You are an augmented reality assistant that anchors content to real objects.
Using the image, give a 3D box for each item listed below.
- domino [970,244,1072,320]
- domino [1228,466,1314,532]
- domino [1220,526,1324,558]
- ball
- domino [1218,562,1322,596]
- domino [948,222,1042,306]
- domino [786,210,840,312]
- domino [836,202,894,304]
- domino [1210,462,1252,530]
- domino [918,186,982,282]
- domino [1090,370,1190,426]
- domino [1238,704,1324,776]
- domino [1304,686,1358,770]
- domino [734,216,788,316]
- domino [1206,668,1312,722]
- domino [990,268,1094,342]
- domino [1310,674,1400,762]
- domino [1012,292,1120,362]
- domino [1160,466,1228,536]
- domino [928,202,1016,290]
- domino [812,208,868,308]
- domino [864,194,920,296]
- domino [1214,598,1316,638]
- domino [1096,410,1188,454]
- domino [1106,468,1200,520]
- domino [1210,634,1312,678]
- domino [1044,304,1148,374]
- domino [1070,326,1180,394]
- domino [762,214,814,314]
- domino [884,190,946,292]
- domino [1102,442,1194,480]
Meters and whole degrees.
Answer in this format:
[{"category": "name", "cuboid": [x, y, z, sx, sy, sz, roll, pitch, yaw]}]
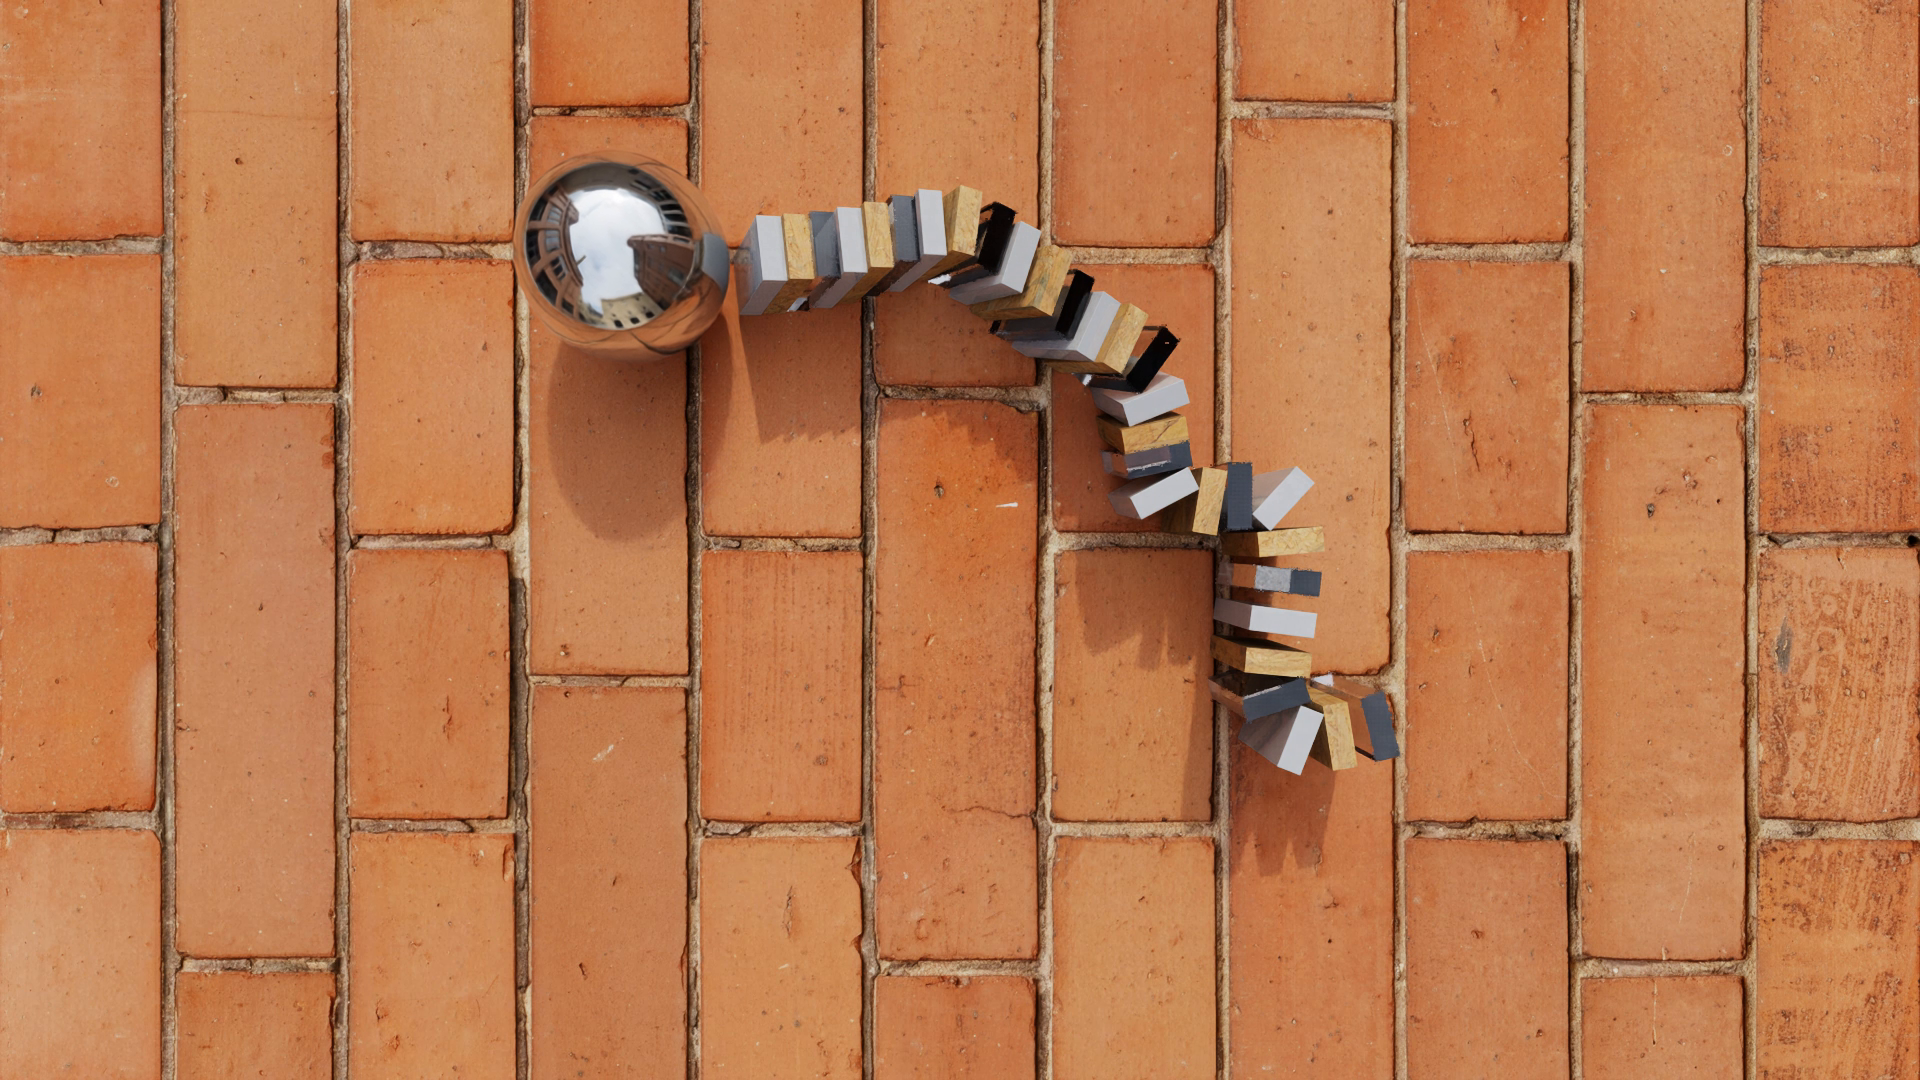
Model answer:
[{"category": "domino", "cuboid": [0.024, -0.105, 0.376, 0.010, 0.050, 0.025, 19, 90, -30]}, {"category": "domino", "cuboid": [0.124, -0.016, 0.375, 0.010, 0.050, 0.025, 43, 90, 0]}, {"category": "domino", "cuboid": [0.127, 0.001, 0.375, 0.025, 0.050, 0.010, -5, 90, 0]}, {"category": "ball", "cuboid": [-0.131, -0.110, 0.360, 0.080, 0.080, 0.080, 0, 90, 0]}, {"category": "domino", "cuboid": [0.125, 0.016, 0.375, 0.025, 0.050, 0.009, 6, 90, 0]}, {"category": "domino", "cuboid": [0.013, -0.112, 0.375, 0.010, 0.050, 0.025, 18, 90, -26]}, {"category": "domino", "cuboid": [-0.062, -0.113, 0.375, 0.010, 0.050, 0.025, -6, 90, -24]}, {"category": "domino", "cuboid": [-0.041, -0.116, 0.375, 0.009, 0.050, 0.025, -6, 90, -24]}, {"category": "domino", "cuboid": [0.107, -0.017, 0.375, 0.009, 0.050, 0.025, 0, 90, 0]}, {"category": "domino", "cuboid": [-0.008, -0.124, 0.375, 0.009, 0.050, 0.025, 7, 90, -25]}, {"category": "domino", "cuboid": [0.072, -0.060, 0.375, 0.025, 0.050, 0.010, -22, 108, 0]}, {"category": "domino", "cuboid": [0.130, 0.077, 0.375, 0.009, 0.050, 0.025, 21, 90, 0]}, {"category": "domino", "cuboid": [0.145, 0.075, 0.375, 0.009, 0.050, 0.025, -9, 90, 0]}, {"category": "domino", "cuboid": [-0.082, -0.111, 0.375, 0.009, 0.050, 0.025, -6, 90, -24]}, {"category": "domino", "cuboid": [0.121, 0.061, 0.375, 0.025, 0.050, 0.010, -18, 90, 0]}, {"category": "domino", "cuboid": [0.033, -0.096, 0.376, 0.009, 0.050, 0.025, 20, 90, -30]}, {"category": "domino", "cuboid": [0.161, 0.072, 0.375, 0.010, 0.050, 0.025, -14, 90, 0]}, {"category": "domino", "cuboid": [0.042, -0.088, 0.376, 0.010, 0.050, 0.025, 25, 90, -30]}, {"category": "domino", "cuboid": [0.095, -0.015, 0.375, 0.010, 0.050, 0.025, 10, 90, -2]}, {"category": "domino", "cuboid": [0.004, -0.120, 0.375, 0.010, 0.050, 0.025, 17, 90, -25]}, {"category": "domino", "cuboid": [-0.051, -0.114, 0.375, 0.010, 0.050, 0.025, -6, 90, -24]}, {"category": "domino", "cuboid": [-0.031, -0.119, 0.375, 0.009, 0.050, 0.025, -5, 90, -24]}, {"category": "domino", "cuboid": [0.123, 0.031, 0.375, 0.025, 0.050, 0.009, 7, 90, 0]}, {"category": "domino", "cuboid": [0.073, -0.046, 0.375, 0.025, 0.050, 0.009, -12, 104, 0]}, {"category": "domino", "cuboid": [0.078, -0.020, 0.375, 0.025, 0.050, 0.010, -28, 94, 1]}, {"category": "domino", "cuboid": [0.122, 0.047, 0.375, 0.025, 0.050, 0.009, 5, 90, 0]}, {"category": "domino", "cuboid": [0.054, -0.082, 0.375, 0.010, 0.050, 0.025, 25, 90, -25]}, {"category": "domino", "cuboid": [0.066, -0.075, 0.375, 0.009, 0.050, 0.025, 36, 89, -22]}, {"category": "domino", "cuboid": [-0.072, -0.112, 0.375, 0.009, 0.050, 0.025, -6, 90, -24]}, {"category": "domino", "cuboid": [-0.021, -0.121, 0.375, 0.010, 0.050, 0.025, -5, 90, -24]}, {"category": "domino", "cuboid": [0.075, -0.034, 0.375, 0.025, 0.050, 0.009, -12, 98, 0]}]
